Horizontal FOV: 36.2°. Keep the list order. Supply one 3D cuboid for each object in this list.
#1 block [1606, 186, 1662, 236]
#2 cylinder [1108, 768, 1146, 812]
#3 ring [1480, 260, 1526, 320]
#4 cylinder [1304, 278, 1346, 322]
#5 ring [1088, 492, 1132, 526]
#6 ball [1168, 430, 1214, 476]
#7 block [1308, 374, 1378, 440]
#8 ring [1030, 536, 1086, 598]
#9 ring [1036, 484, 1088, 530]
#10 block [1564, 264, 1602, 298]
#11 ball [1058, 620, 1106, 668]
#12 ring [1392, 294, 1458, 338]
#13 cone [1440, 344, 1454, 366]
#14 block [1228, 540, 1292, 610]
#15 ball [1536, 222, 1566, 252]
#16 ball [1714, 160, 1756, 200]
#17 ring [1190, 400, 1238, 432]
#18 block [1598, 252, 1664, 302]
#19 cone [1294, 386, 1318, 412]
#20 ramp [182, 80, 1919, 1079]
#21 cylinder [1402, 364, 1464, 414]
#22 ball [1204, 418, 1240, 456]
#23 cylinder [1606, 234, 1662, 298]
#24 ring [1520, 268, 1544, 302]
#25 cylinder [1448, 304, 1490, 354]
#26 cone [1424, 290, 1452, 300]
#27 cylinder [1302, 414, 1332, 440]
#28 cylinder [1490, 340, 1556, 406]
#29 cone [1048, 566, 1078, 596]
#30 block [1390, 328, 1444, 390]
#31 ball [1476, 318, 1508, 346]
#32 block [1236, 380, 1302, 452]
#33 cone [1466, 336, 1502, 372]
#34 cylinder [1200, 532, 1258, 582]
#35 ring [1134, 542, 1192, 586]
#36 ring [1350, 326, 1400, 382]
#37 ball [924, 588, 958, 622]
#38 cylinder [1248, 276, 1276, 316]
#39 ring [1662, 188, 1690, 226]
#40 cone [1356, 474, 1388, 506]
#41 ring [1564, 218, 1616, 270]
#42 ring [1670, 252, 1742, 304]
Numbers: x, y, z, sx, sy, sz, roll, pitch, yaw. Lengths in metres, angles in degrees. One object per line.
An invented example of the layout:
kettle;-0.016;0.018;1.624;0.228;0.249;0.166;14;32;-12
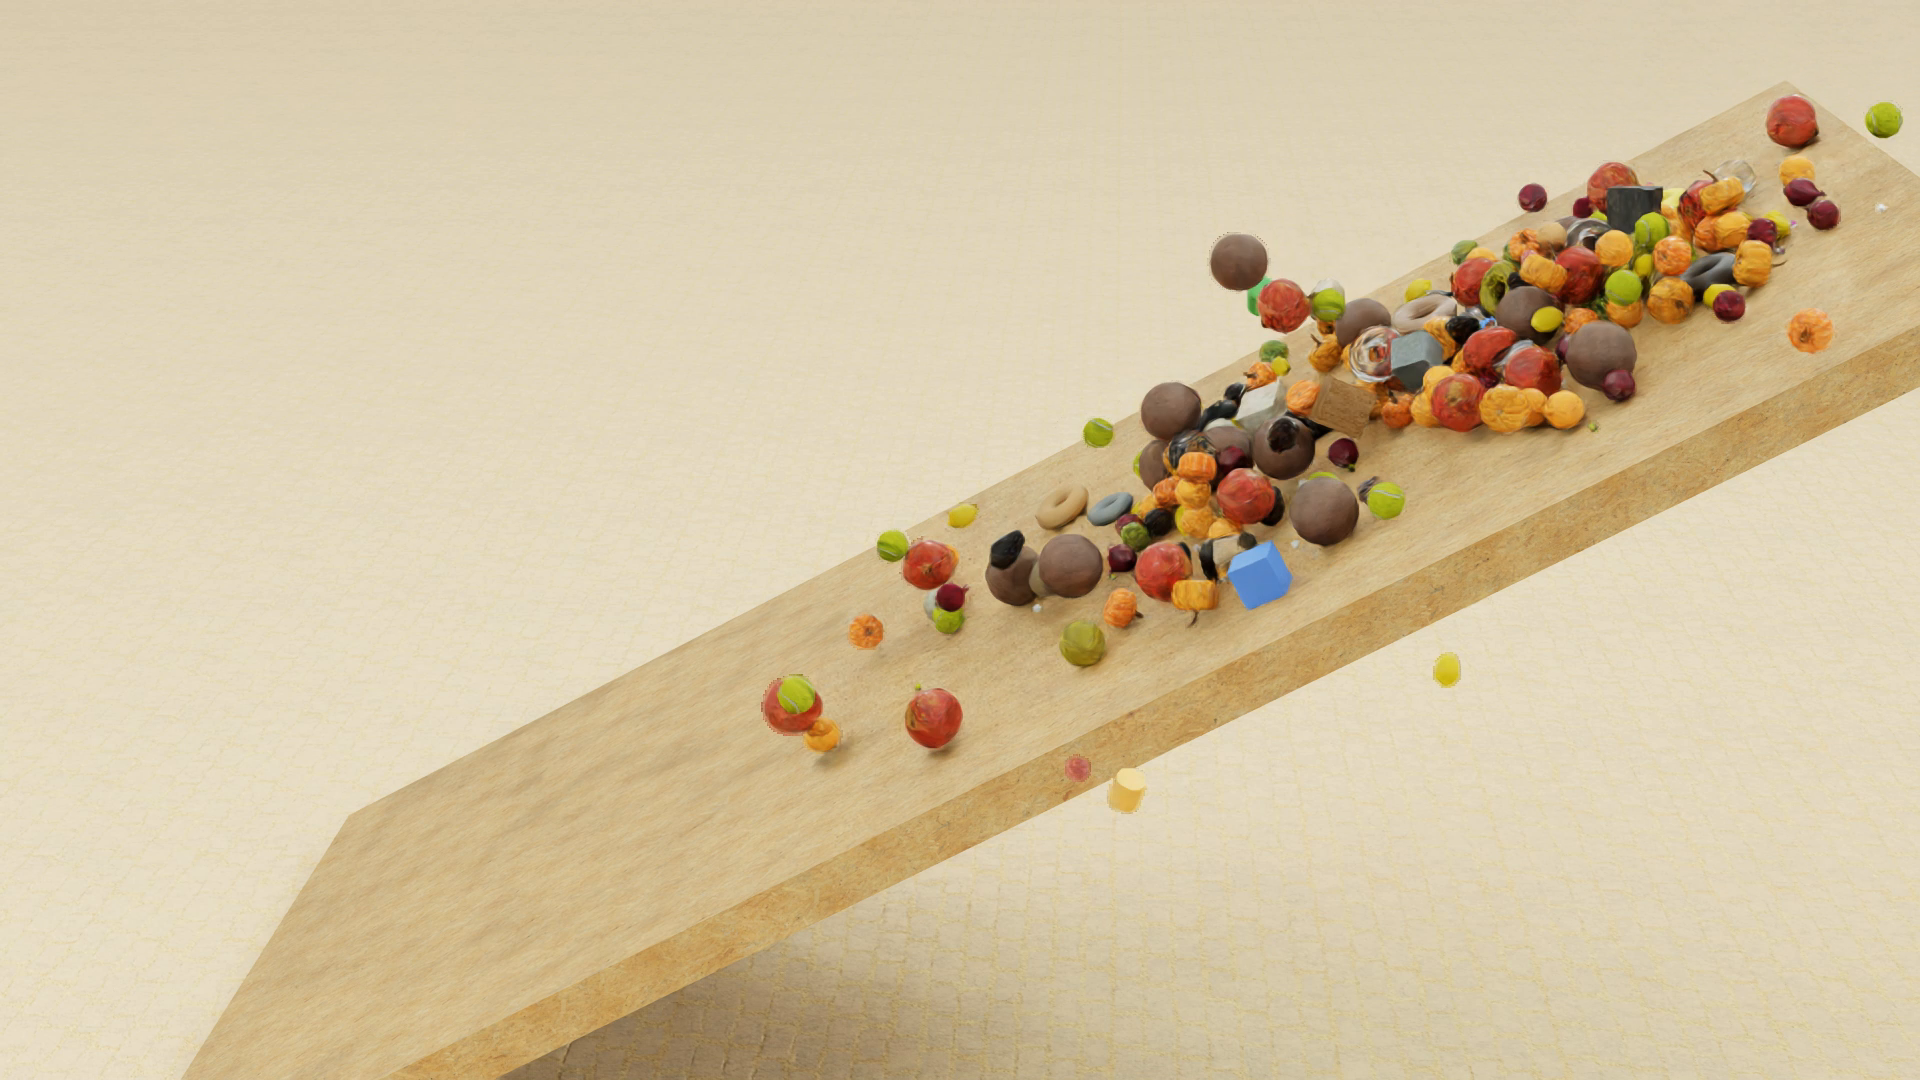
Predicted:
block;1.384;-0.677;6.035;0.093;0.093;0.093;5;12;24
cylinder;0.291;0.436;5.127;0.053;0.053;0.053;10;38;-8
ring;1.138;-0.521;6.165;0.043;0.128;0.128;4;14;-29
cylinder;0.842;-0.553;6.782;0.074;0.074;0.074;8;34;24
ring;0.330;-0.068;6.444;0.109;0.036;0.109;-29;15;9
ball;0.474;-0.178;6.034;0.096;0.096;0.096;0;18;0
block;0.769;-0.267;5.908;0.096;0.096;0.096;22;6;-4
ring;0.200;0.056;6.047;0.048;0.143;0.143;40;35;23
ring;0.230;-0.076;6.623;0.134;0.045;0.134;-32;22;14
block;1.285;-0.538;6.065;0.051;0.051;0.051;16;-28;-27
ball;0.234;0.197;5.603;0.091;0.091;0.091;0;18;0
ring;0.975;-0.465;6.175;0.144;0.048;0.144;-20;27;11
cone;1.019;-0.377;6.175;0.054;0.054;0.054;-13;33;-36
block;0.555;0.066;5.440;0.082;0.082;0.082;-24;15;22
ball;1.181;-0.606;5.872;0.060;0.060;0.060;0;18;0
ball;1.624;-0.757;6.168;0.083;0.083;0.083;0;18;0
ring;0.555;-0.247;6.481;0.050;0.149;0.149;43;35;17
block;1.344;-0.541;5.892;0.084;0.084;0.084;-20;-8;-8
cone;0.762;-0.309;6.354;0.060;0.060;0.060;-12;22;-35
ramp;0.141;0.167;6.282;4.000;0.100;2.000;-27;14;11
cylinder;0.951;-0.313;5.908;0.092;0.092;0.092;-6;22;-17
ball;0.556;-0.217;6.252;0.081;0.081;0.081;0;18;0
cylinder;1.322;-0.538;5.769;0.091;0.091;0.091;8;60;24
ring;1.185;-0.540;6.221;0.098;0.098;0.033;3;55;9
cylinder;1.076;-0.444;6.186;0.077;0.077;0.077;-30;20;0
cone;1.017;-0.522;6.309;0.056;0.056;0.056;35;32;22
cylinder;0.754;-0.245;6.182;0.053;0.053;0.053;-32;24;-7
cylinder;1.091;-0.325;5.704;0.093;0.093;0.093;-30;15;9
cone;0.197;0.071;5.964;0.060;0.060;0.060;47;36;15
block;0.906;-0.358;5.831;0.076;0.076;0.076;-18;50;33
ball;1.104;-0.429;6.098;0.066;0.066;0.066;0;18;0
block;0.663;-0.267;6.315;0.093;0.093;0.093;-21;30;32
cone;1.074;-0.366;6.006;0.075;0.075;0.075;0;47;1
cylinder;0.516;0.034;5.607;0.085;0.085;0.085;-12;8;37
ring;0.405;0.049;5.879;0.127;0.042;0.127;-29;15;8
ring;0.859;-0.383;6.055;0.123;0.123;0.041;12;-9;32
ball;-0.041;0.142;6.372;0.076;0.076;0.076;0;18;0
cylinder;0.682;-0.551;6.651;0.065;0.065;0.065;-2;58;3
ring;1.505;-0.711;6.326;0.138;0.046;0.138;-27;14;7
cone;0.777;-0.105;5.513;0.058;0.058;0.058;2;54;-2
ring;1.286;-0.603;6.000;0.111;0.111;0.037;12;29;33
ring;1.452;-0.510;5.727;0.148;0.049;0.148;-28;15;8
